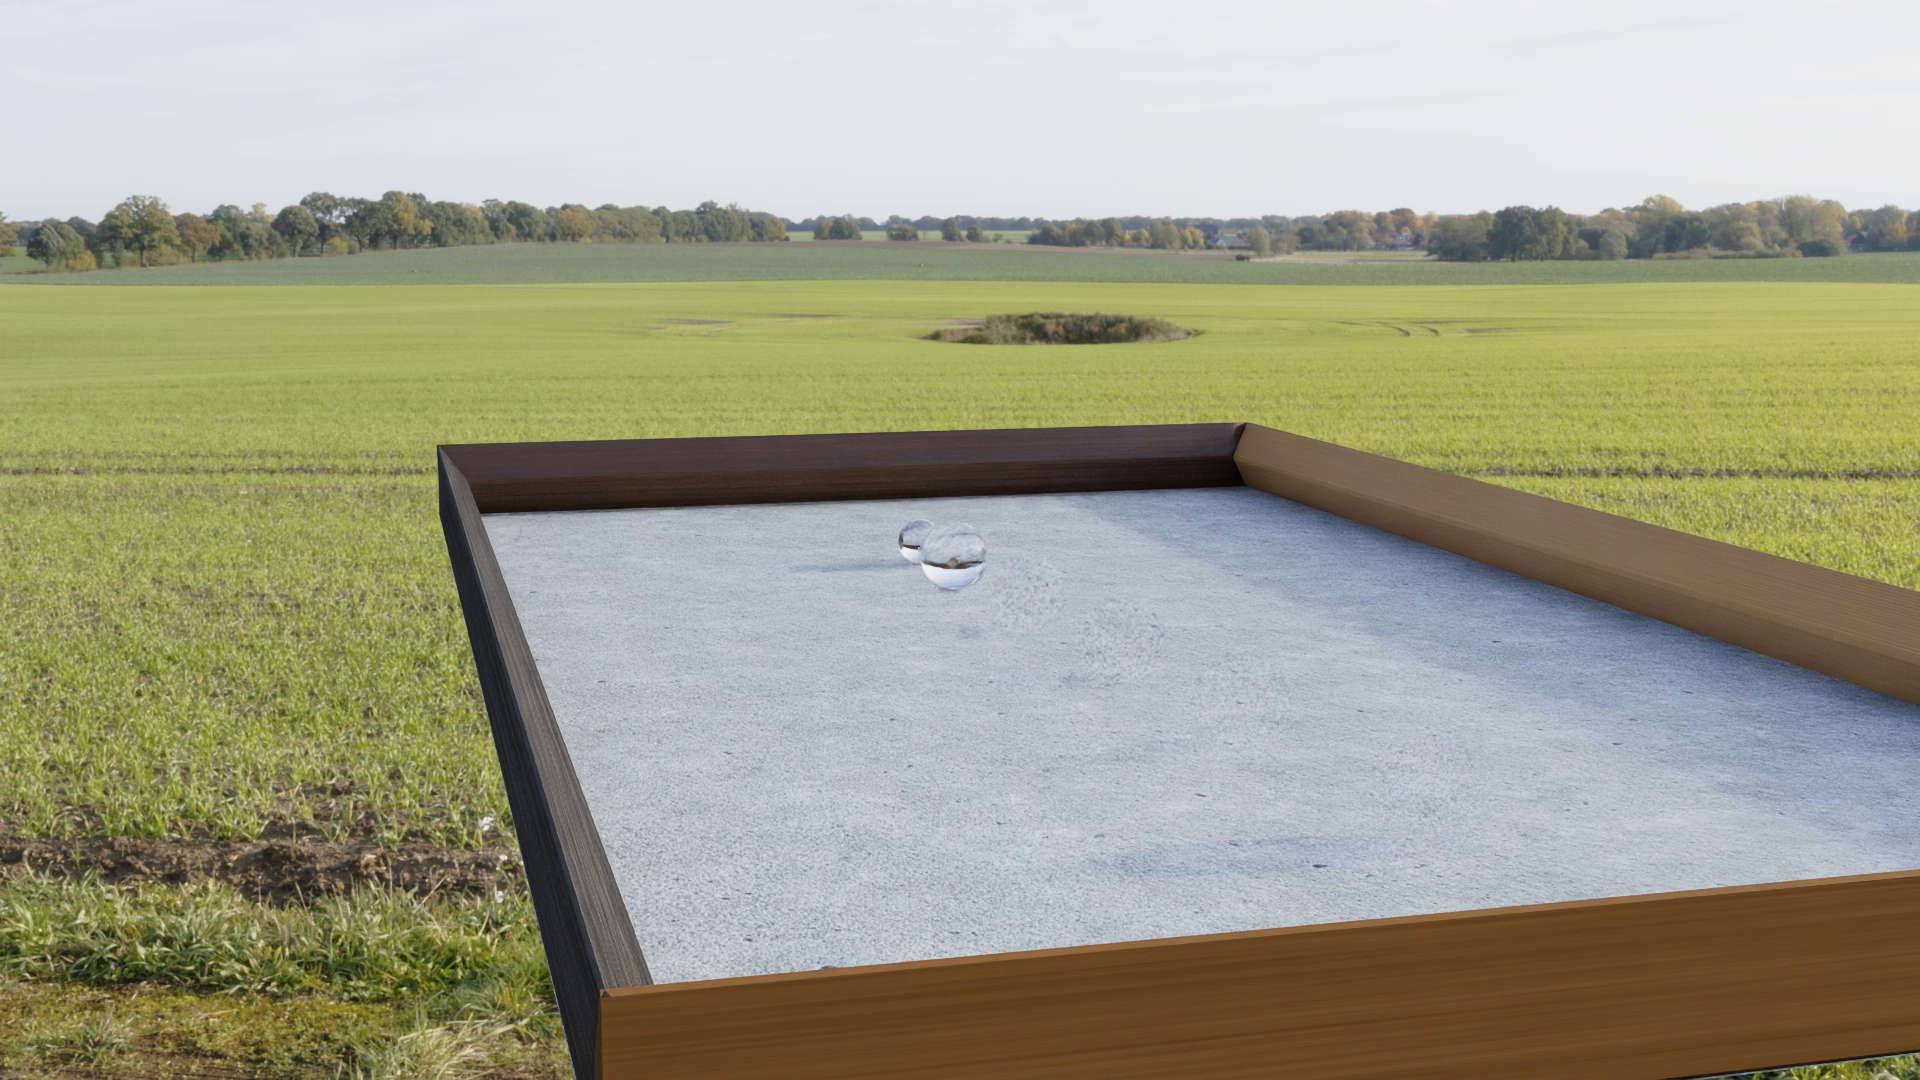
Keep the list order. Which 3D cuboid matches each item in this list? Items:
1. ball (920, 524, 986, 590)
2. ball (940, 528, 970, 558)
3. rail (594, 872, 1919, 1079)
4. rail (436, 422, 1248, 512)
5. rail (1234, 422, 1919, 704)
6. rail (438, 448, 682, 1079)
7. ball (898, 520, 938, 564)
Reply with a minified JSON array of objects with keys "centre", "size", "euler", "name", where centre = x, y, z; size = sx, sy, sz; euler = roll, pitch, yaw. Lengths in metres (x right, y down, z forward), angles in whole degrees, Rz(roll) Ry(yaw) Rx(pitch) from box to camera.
[{"centre":[-0.009,0.023,2.967],"size":[0.090,0.090,0.090],"euler":[0,9,0],"name":"ball"},{"centre":[-0.008,0.004,3.240],"size":[0.044,0.044,0.044],"euler":[0,9,0],"name":"ball"},{"centre":[0.508,0.259,1.353],"size":[1.450,0.117,0.045],"euler":[-2,9,-15],"name":"rail"},{"centre":[-0.165,-0.126,3.834],"size":[1.450,0.117,0.045],"euler":[-2,9,-15],"name":"rail"},{"centre":[0.849,0.039,2.773],"size":[0.045,0.117,2.647],"euler":[-2,9,-15],"name":"rail"},{"centre":[-0.506,0.095,2.414],"size":[0.045,0.117,2.647],"euler":[-2,9,-15],"name":"rail"},{"centre":[-0.057,0.003,3.178],"size":[0.066,0.066,0.066],"euler":[0,9,0],"name":"ball"}]
